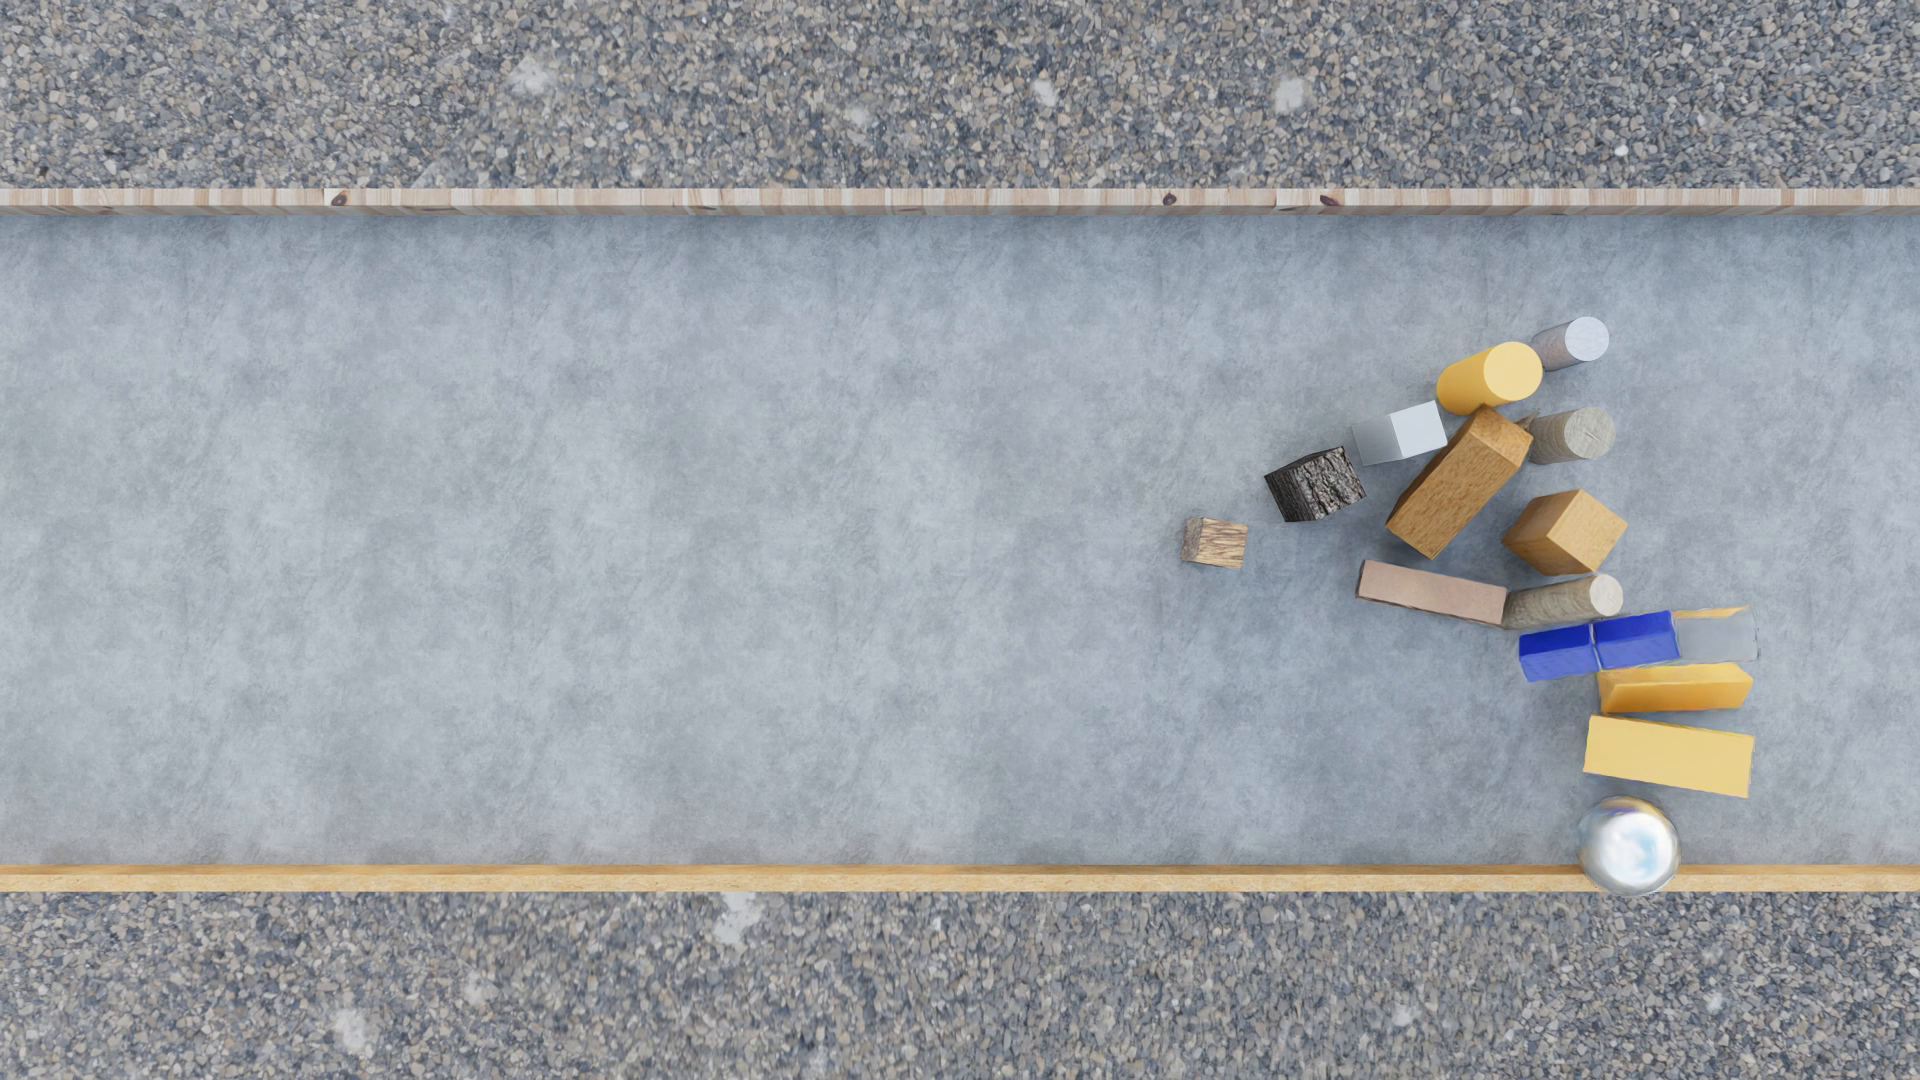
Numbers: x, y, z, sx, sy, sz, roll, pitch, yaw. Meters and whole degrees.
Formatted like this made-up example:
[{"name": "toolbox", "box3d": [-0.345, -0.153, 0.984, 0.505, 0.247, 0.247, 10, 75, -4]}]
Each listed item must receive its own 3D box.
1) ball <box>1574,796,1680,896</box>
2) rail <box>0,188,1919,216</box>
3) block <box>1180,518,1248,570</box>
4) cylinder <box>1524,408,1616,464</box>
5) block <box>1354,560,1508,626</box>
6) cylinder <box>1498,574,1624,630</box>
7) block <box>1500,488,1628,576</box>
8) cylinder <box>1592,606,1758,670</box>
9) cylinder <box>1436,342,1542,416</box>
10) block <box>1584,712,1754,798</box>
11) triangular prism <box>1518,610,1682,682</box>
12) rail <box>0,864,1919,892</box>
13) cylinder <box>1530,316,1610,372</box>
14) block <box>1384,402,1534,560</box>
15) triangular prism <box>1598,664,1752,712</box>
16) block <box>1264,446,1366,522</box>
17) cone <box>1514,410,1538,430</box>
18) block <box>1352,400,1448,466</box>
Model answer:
[{"name": "ball", "box3d": [1.953, 0.895, 4.828, 0.288, 0.288, 0.288, 0, 90, 0]}, {"name": "rail", "box3d": [-2.247, -1.025, 5.002, 12.000, 0.150, 0.050, 0, 90, 0]}, {"name": "block", "box3d": [0.749, 0.010, 4.890, 0.129, 0.373, 0.129, 10, 90, 0]}, {"name": "cylinder", "box3d": [1.790, -0.305, 4.882, 0.147, 0.390, 0.147, 0, 90, 0]}, {"name": "block", "box3d": [1.420, 0.159, 4.988, 0.420, 0.112, 0.112, 12, 86, 8]}, {"name": "cylinder", "box3d": [1.753, 0.187, 4.858, 0.118, 0.424, 0.118, 4, 80, -20]}, {"name": "block", "box3d": [1.787, -0.018, 4.892, 0.172, 0.358, 0.172, 37, 86, 0]}, {"name": "cylinder", "box3d": [2.125, 0.294, 4.912, 0.442, 0.163, 0.163, -6, 90, 24]}, {"name": "cylinder", "box3d": [1.551, -0.469, 4.854, 0.166, 0.440, 0.166, 0, 89, -1]}, {"name": "block", "box3d": [2.105, 0.636, 4.908, 0.441, 0.170, 0.170, 7, 90, 24]}, {"name": "triangular prism", "box3d": [1.878, 0.313, 4.863, 0.435, 0.122, 0.141, -12, 79, 23]}, {"name": "rail", "box3d": [-2.247, 1.025, 5.001, 12.000, 0.150, 0.050, 0, 90, 0]}, {"name": "cylinder", "box3d": [1.814, -0.582, 4.923, 0.128, 0.306, 0.128, 0, 90, 0]}, {"name": "block", "box3d": [1.463, -0.169, 4.853, 0.174, 0.435, 0.174, 36, 45, 5]}, {"name": "triangular prism", "box3d": [2.170, 0.441, 5.001, 0.417, 0.119, 0.137, -2, 77, 0]}, {"name": "block", "box3d": [1.039, -0.160, 4.856, 0.158, 0.441, 0.158, -26, 90, 0]}, {"name": "cone", "box3d": [1.599, -0.282, 4.887, 0.150, 0.370, 0.150, 13, 53, -18]}, {"name": "block", "box3d": [1.286, -0.310, 4.848, 0.131, 0.457, 0.131, -17, 90, 0]}]
